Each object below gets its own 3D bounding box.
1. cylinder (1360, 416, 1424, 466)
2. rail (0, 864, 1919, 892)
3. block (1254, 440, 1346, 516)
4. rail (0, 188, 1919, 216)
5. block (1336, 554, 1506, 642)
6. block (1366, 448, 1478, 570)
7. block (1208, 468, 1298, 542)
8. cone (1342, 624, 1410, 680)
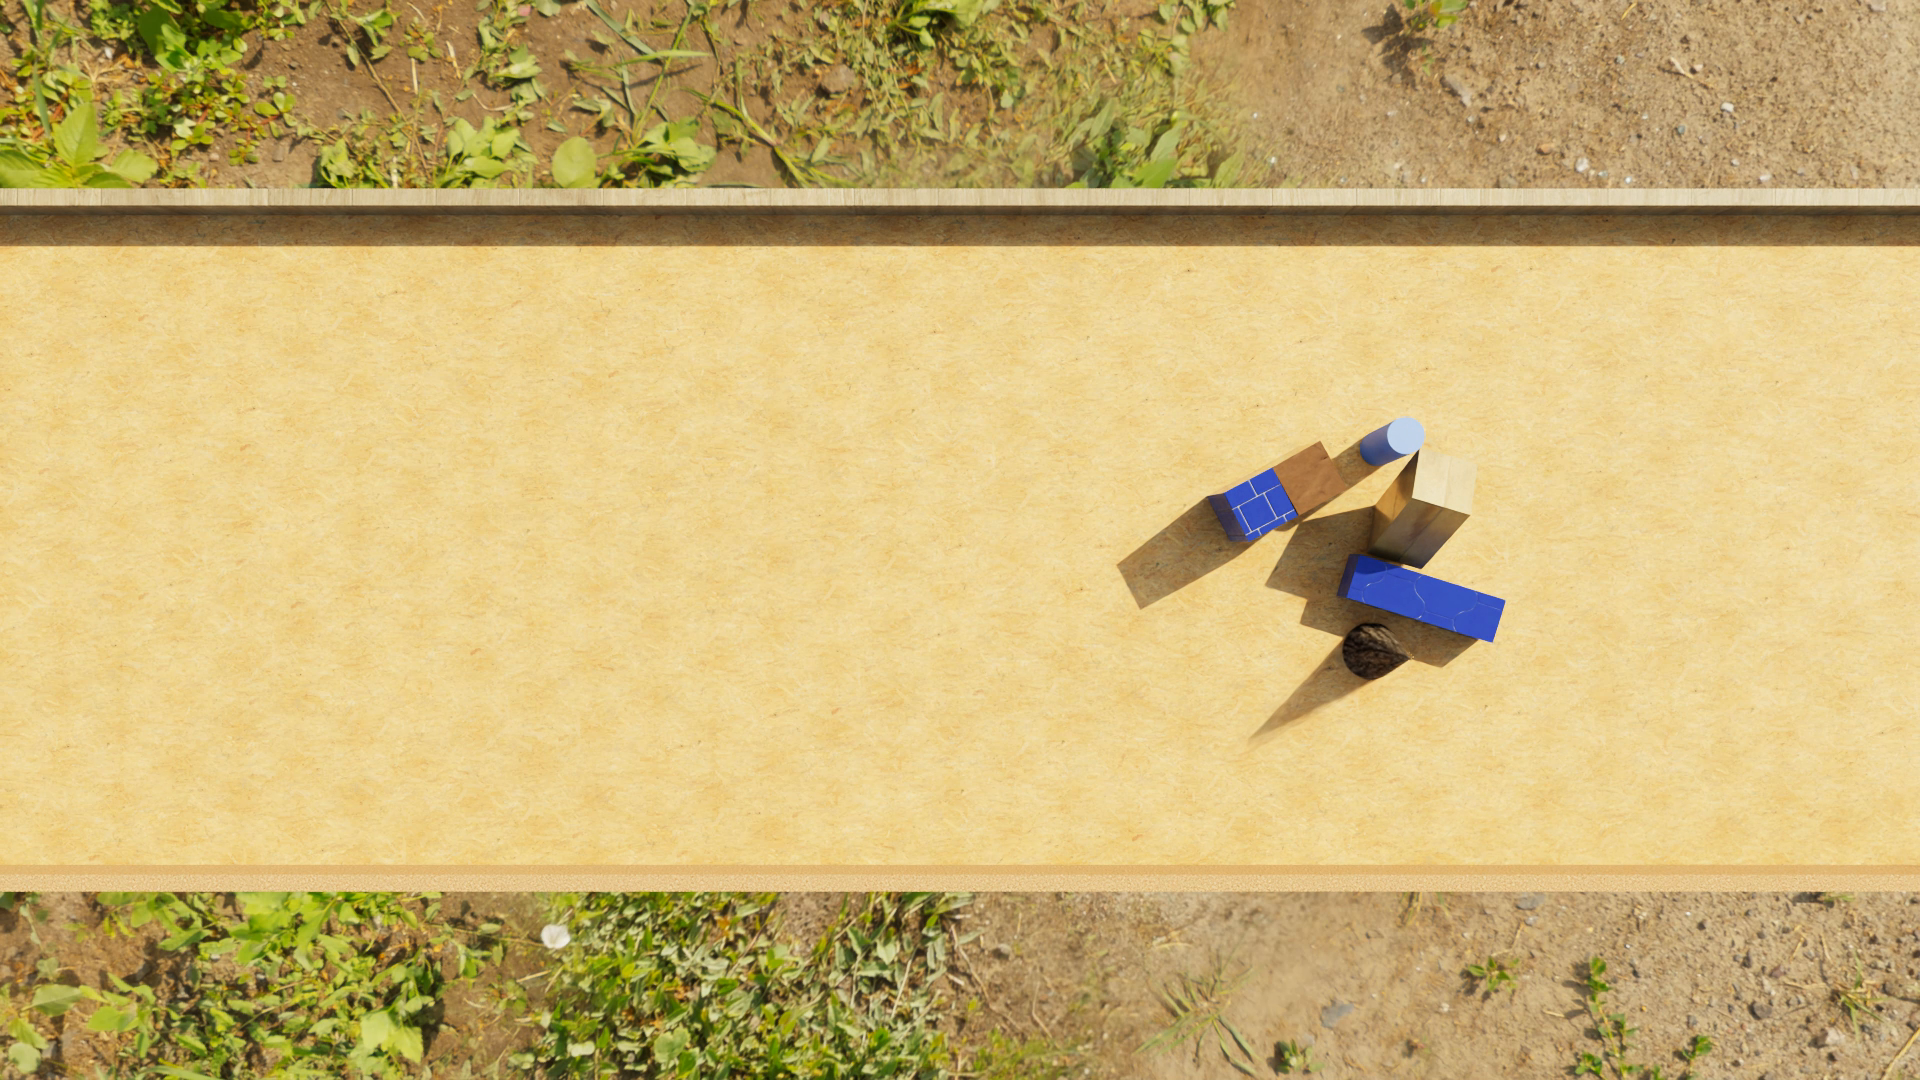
[{"bbox_3d":[1.283,-0.290,4.905,0.108,0.338,0.108,0,87,1],"label":"cylinder"},{"bbox_3d":[-2.247,1.025,5.001,12.000,0.150,0.050,0,90,0],"label":"rail"},{"bbox_3d":[1.010,-0.179,4.917,0.159,0.318,0.159,-29,90,0],"label":"block"},{"bbox_3d":[-2.247,-1.025,5.002,12.000,0.150,0.050,0,90,0],"label":"rail"},{"bbox_3d":[1.398,0.176,5.009,0.459,0.135,0.135,17,90,0],"label":"block"},{"bbox_3d":[1.362,-0.089,4.873,0.173,0.368,0.173,17,63,0],"label":"block"},{"bbox_3d":[0.866,-0.102,4.913,0.158,0.328,0.158,-28,90,0],"label":"block"},{"bbox_3d":[1.263,0.337,4.846,0.174,0.457,0.174,0,89,0],"label":"cone"}]
